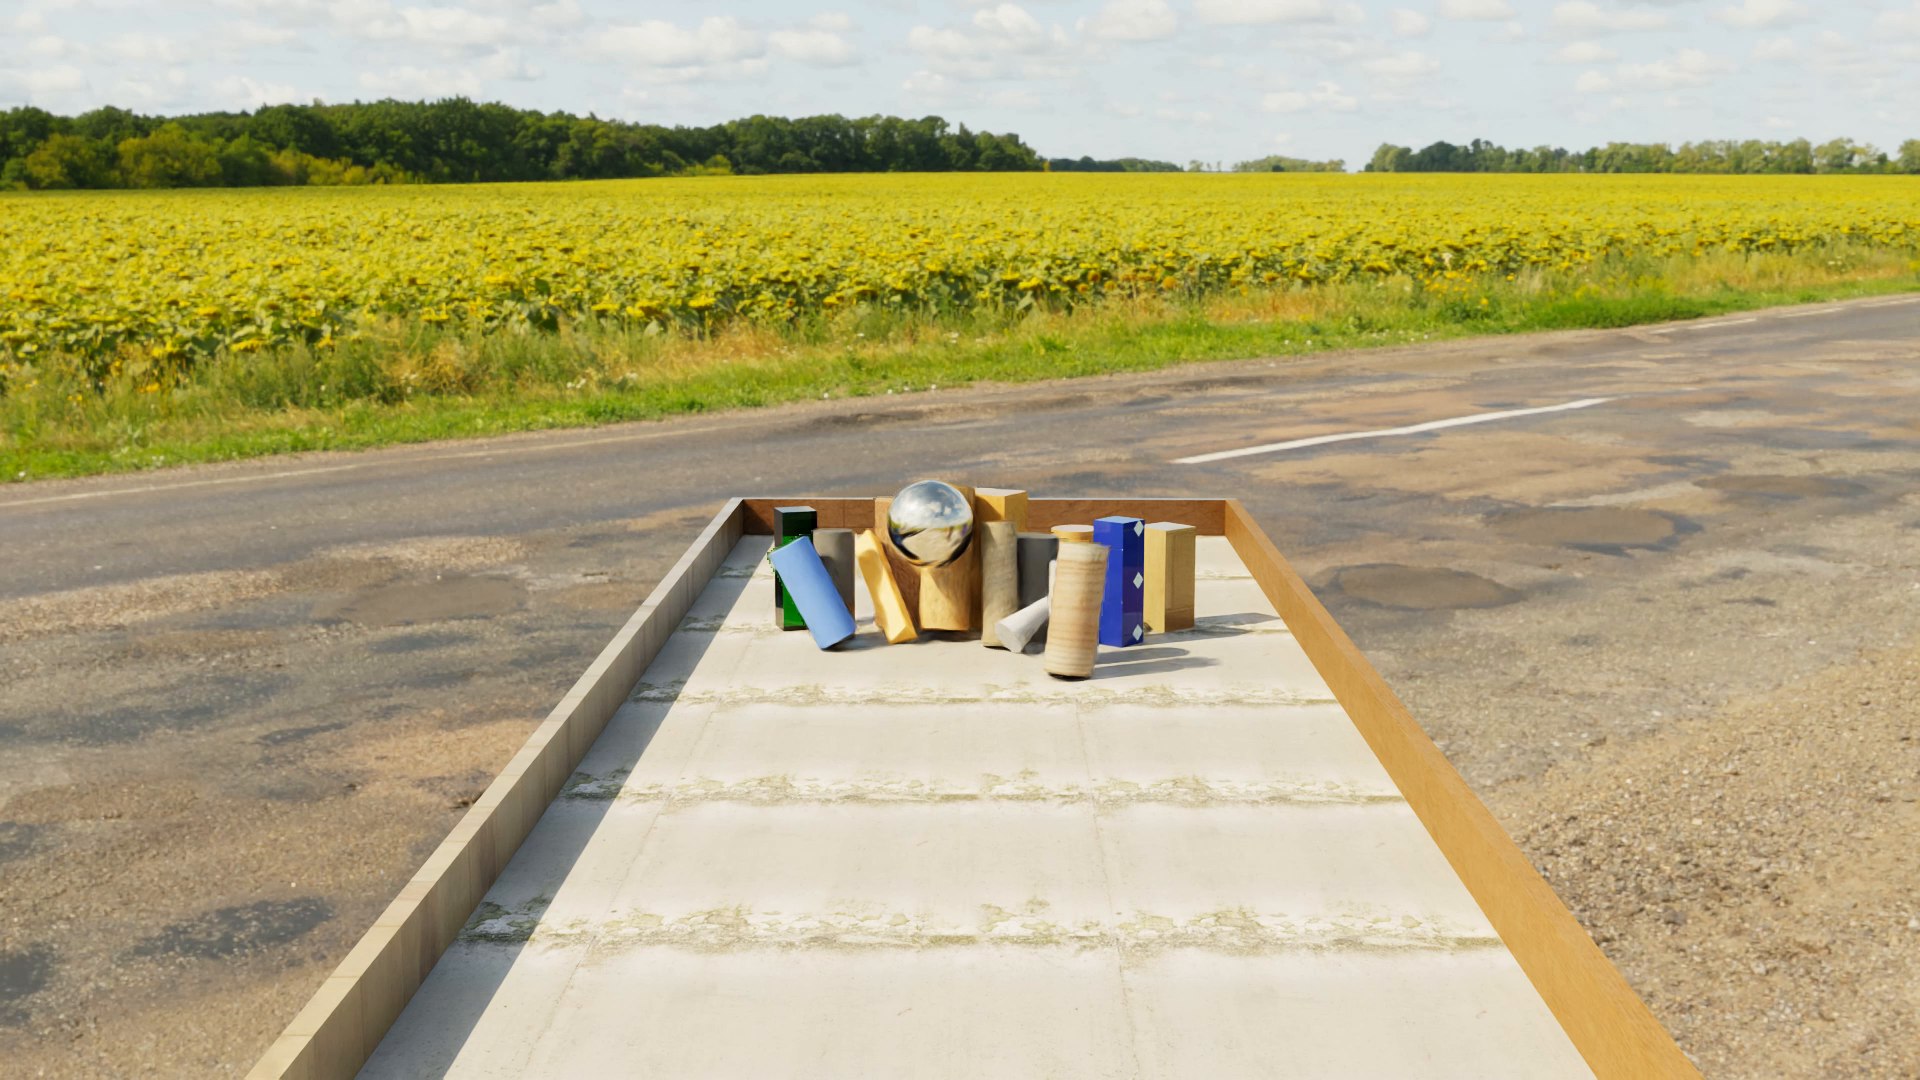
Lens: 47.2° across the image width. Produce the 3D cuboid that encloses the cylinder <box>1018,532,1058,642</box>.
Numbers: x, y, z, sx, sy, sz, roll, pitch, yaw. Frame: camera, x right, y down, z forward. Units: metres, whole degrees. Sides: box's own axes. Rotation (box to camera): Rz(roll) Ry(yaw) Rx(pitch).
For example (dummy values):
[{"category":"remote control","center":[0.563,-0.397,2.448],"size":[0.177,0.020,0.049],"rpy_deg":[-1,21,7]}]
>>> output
[{"category":"cylinder","center":[0.224,0.149,7.001],"size":[0.172,0.326,0.172],"rpy_deg":[1,7,0]}]

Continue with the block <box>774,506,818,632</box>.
[{"category":"block","center":[-0.535,0.093,7.175],"size":[0.116,0.391,0.116],"rpy_deg":[-3,9,-18]}]

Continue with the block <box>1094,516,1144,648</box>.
[{"category":"block","center":[0.500,0.130,6.929],"size":[0.115,0.394,0.115],"rpy_deg":[8,12,40]}]

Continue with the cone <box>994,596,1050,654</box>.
[{"category":"cone","center":[0.258,0.215,6.846],"size":[0.311,0.117,0.117],"rpy_deg":[-38,27,-25]}]

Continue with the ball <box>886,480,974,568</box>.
[{"category":"ball","center":[-0.093,-0.049,6.845],"size":[0.274,0.274,0.274],"rpy_deg":[0,9,0]}]

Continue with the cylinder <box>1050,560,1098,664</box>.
[{"category":"cylinder","center":[0.345,0.219,6.657],"size":[0.149,0.304,0.149],"rpy_deg":[0,9,0]}]

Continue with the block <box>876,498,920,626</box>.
[{"category":"block","center":[-0.199,0.071,7.238],"size":[0.146,0.405,0.146],"rpy_deg":[0,5,3]}]

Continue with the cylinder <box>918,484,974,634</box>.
[{"category":"cylinder","center":[-0.042,0.062,7.045],"size":[0.163,0.460,0.163],"rpy_deg":[2,-7,0]}]

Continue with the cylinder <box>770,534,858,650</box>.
[{"category":"cylinder","center":[-0.456,0.162,6.846],"size":[0.137,0.332,0.137],"rpy_deg":[-28,4,2]}]

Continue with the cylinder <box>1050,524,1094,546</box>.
[{"category":"cylinder","center":[0.377,0.121,7.220],"size":[0.158,0.322,0.158],"rpy_deg":[0,9,0]}]

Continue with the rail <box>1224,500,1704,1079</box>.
[{"category":"rail","center":[1.046,0.843,3.208],"size":[0.050,0.150,12.000],"rpy_deg":[0,9,1]}]

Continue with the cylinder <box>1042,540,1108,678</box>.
[{"category":"cylinder","center":[0.340,0.201,6.455],"size":[0.146,0.383,0.146],"rpy_deg":[7,3,0]}]

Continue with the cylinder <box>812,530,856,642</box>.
[{"category":"cylinder","center":[-0.400,0.143,6.980],"size":[0.133,0.344,0.133],"rpy_deg":[0,5,0]}]

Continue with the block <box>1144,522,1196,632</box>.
[{"category":"block","center":[0.669,0.120,7.190],"size":[0.141,0.333,0.141],"rpy_deg":[-8,12,-40]}]

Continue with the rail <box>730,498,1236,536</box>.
[{"category":"rail","center":[0.099,-0.098,9.147],"size":[2.100,0.150,0.050],"rpy_deg":[0,9,1]}]

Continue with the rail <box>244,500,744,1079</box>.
[{"category":"rail","center":[-1.004,0.839,3.234],"size":[0.050,0.150,12.000],"rpy_deg":[0,9,1]}]

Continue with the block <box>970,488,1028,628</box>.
[{"category":"block","center":[0.102,0.060,7.217],"size":[0.175,0.437,0.175],"rpy_deg":[5,8,27]}]

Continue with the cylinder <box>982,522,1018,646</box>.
[{"category":"cylinder","center":[0.126,0.136,6.890],"size":[0.113,0.383,0.113],"rpy_deg":[-1,2,0]}]

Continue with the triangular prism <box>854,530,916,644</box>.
[{"category":"triangular prism","center":[-0.237,0.143,7.013],"size":[0.094,0.081,0.388],"rpy_deg":[-11,57,-18]}]
